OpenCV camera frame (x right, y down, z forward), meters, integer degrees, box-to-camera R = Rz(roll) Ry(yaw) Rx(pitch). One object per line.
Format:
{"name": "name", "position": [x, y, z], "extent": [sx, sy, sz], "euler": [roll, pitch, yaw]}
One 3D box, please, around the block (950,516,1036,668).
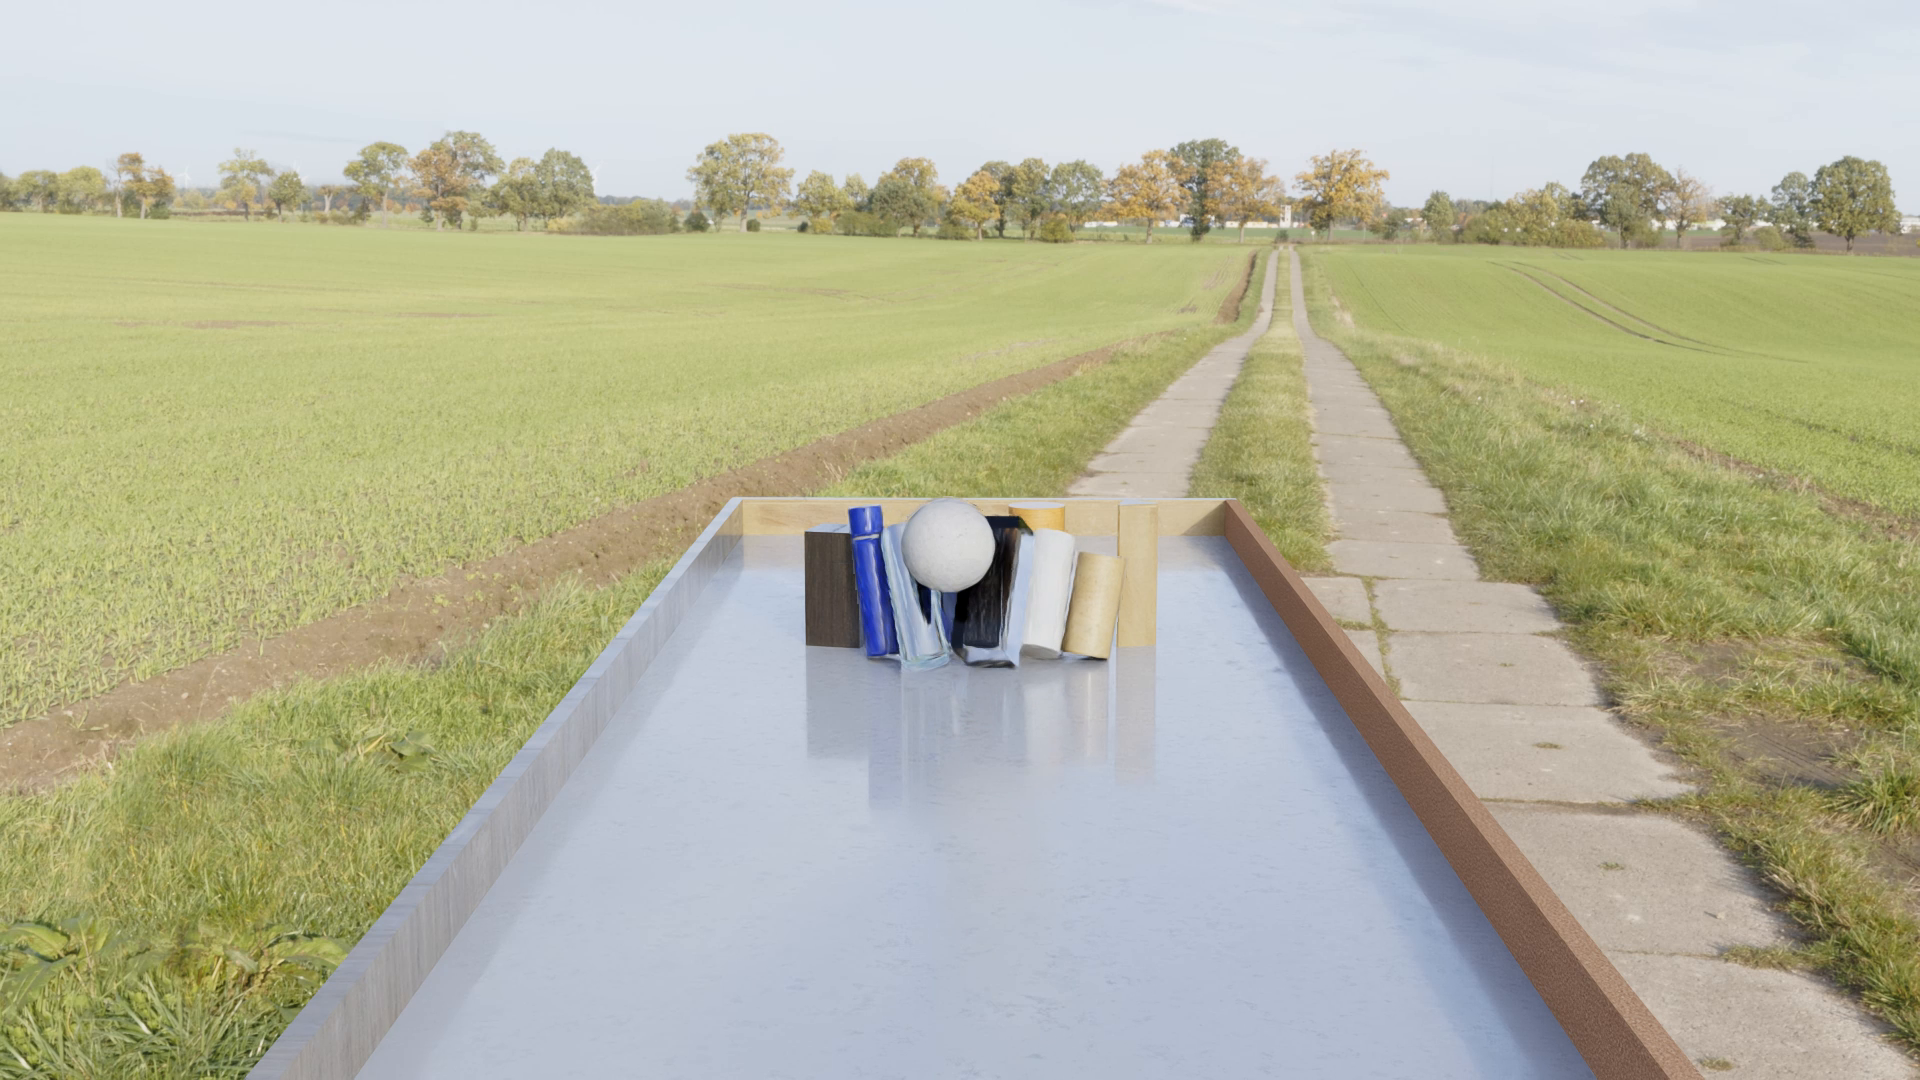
{"name": "block", "position": [0.100, 0.153, 6.592], "extent": [0.161, 0.425, 0.161], "euler": [0, -22, 21]}

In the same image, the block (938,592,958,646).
{"name": "block", "position": [-0.063, 0.122, 6.948], "extent": [0.162, 0.405, 0.162], "euler": [1, 9, 9]}

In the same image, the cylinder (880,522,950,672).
{"name": "cylinder", "position": [-0.137, 0.168, 6.568], "extent": [0.141, 0.426, 0.141], "euler": [-9, -23, -4]}

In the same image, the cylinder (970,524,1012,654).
{"name": "cylinder", "position": [0.096, 0.153, 6.774], "extent": [0.109, 0.387, 0.109], "euler": [3, -14, 1]}

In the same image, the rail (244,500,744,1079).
{"name": "rail", "position": [-1.004, 0.839, 3.234], "extent": [0.050, 0.150, 12.000], "euler": [0, 9, 1]}

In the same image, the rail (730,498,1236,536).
{"name": "rail", "position": [0.099, -0.098, 9.147], "extent": [2.100, 0.150, 0.050], "euler": [0, 9, 1]}

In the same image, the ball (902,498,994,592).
{"name": "ball", "position": [-0.035, 0.017, 6.445], "extent": [0.275, 0.275, 0.275], "euler": [0, 9, 0]}

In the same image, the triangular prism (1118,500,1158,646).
{"name": "triangular prism", "position": [0.540, 0.102, 6.928], "extent": [0.131, 0.450, 0.114], "euler": [-3, 9, -16]}

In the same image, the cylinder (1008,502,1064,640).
{"name": "cylinder", "position": [0.240, 0.107, 6.934], "extent": [0.179, 0.436, 0.179], "euler": [0, 8, 0]}

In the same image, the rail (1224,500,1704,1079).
{"name": "rail", "position": [1.046, 0.843, 3.208], "extent": [0.050, 0.150, 12.000], "euler": [0, 9, 1]}

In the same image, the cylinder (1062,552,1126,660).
{"name": "cylinder", "position": [0.407, 0.199, 6.688], "extent": [0.148, 0.307, 0.148], "euler": [10, -2, 0]}

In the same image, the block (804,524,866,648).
{"name": "block", "position": [-0.376, 0.142, 6.949], "extent": [0.179, 0.364, 0.179], "euler": [2, 9, 15]}

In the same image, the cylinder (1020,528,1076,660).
{"name": "cylinder", "position": [0.256, 0.165, 6.706], "extent": [0.151, 0.368, 0.151], "euler": [8, -18, 3]}

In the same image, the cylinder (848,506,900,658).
{"name": "cylinder", "position": [-0.261, 0.128, 6.705], "extent": [0.104, 0.456, 0.104], "euler": [-8, -1, 0]}
